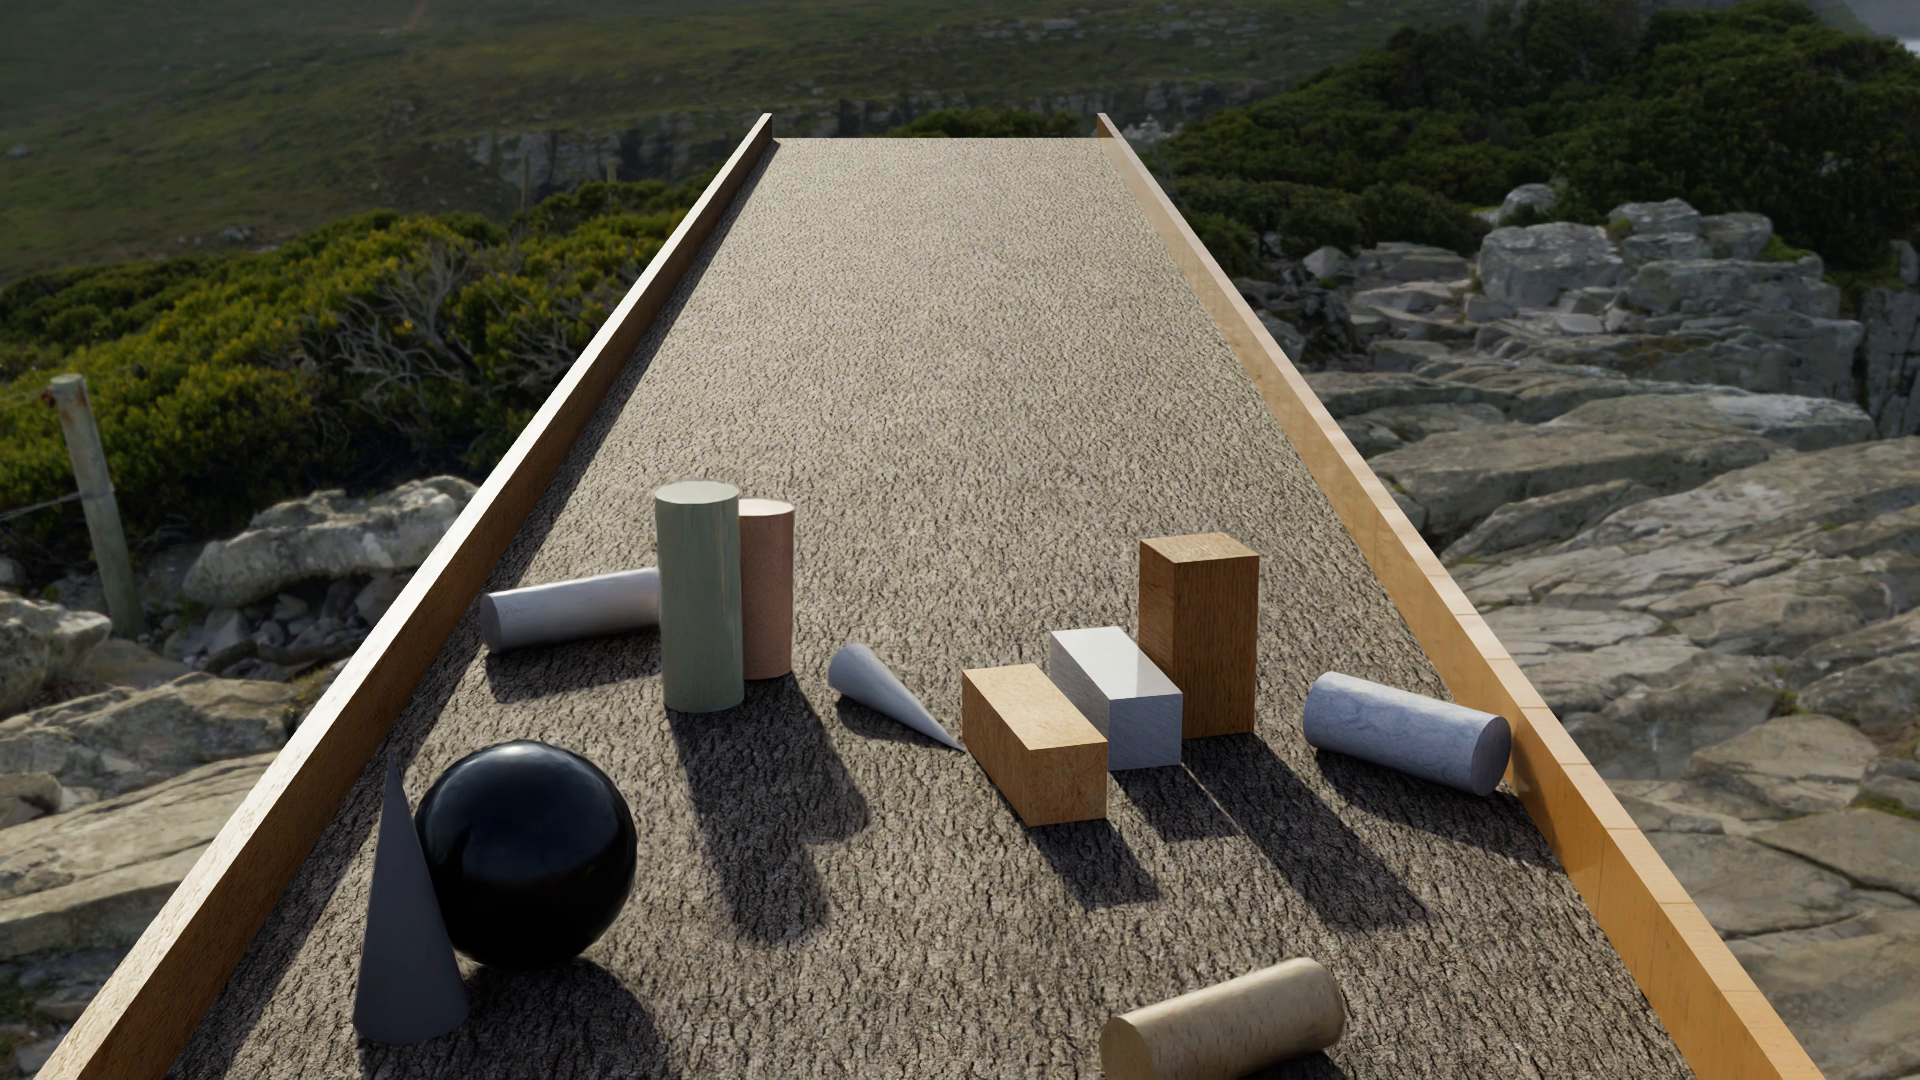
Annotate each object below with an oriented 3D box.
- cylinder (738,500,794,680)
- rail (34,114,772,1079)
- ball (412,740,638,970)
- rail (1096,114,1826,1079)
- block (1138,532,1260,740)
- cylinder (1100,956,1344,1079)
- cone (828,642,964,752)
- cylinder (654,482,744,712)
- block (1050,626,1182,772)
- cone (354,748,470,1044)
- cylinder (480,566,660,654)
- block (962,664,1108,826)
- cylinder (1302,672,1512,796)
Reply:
[{"bbox_3d":[-0.412,0.095,4.315,0.165,0.324,0.165,2,12,0],"label":"cylinder"},{"bbox_3d":[-1.118,-0.838,7.780,0.050,0.150,12.000,0,17,-1],"label":"rail"},{"bbox_3d":[-0.625,0.449,3.144,0.326,0.326,0.326,0,17,0],"label":"ball"},{"bbox_3d":[0.932,-0.844,7.801,0.050,0.150,12.000,0,17,-1],"label":"rail"},{"bbox_3d":[0.436,0.175,4.044,0.165,0.336,0.165,-5,16,-16],"label":"block"},{"bbox_3d":[0.342,0.640,2.859,0.308,0.122,0.122,-10,19,-31],"label":"cylinder"},{"bbox_3d":[-0.097,0.314,4.079,0.104,0.104,0.389,-11,28,-34],"label":"cone"},{"bbox_3d":[-0.490,0.107,4.149,0.155,0.409,0.155,0,17,0],"label":"cylinder"},{"bbox_3d":[0.281,0.285,4.032,0.134,0.134,0.374,-4,17,-13],"label":"block"},{"bbox_3d":[-0.754,0.465,2.972,0.158,0.394,0.158,0,17,0],"label":"cone"},{"bbox_3d":[-0.786,0.143,4.529,0.374,0.124,0.124,-10,19,-29],"label":"cylinder"},{"bbox_3d":[0.124,0.349,3.814,0.136,0.136,0.396,-5,17,-15],"label":"block"},{"bbox_3d":[0.780,0.336,3.850,0.335,0.140,0.140,14,22,40],"label":"cylinder"}]
